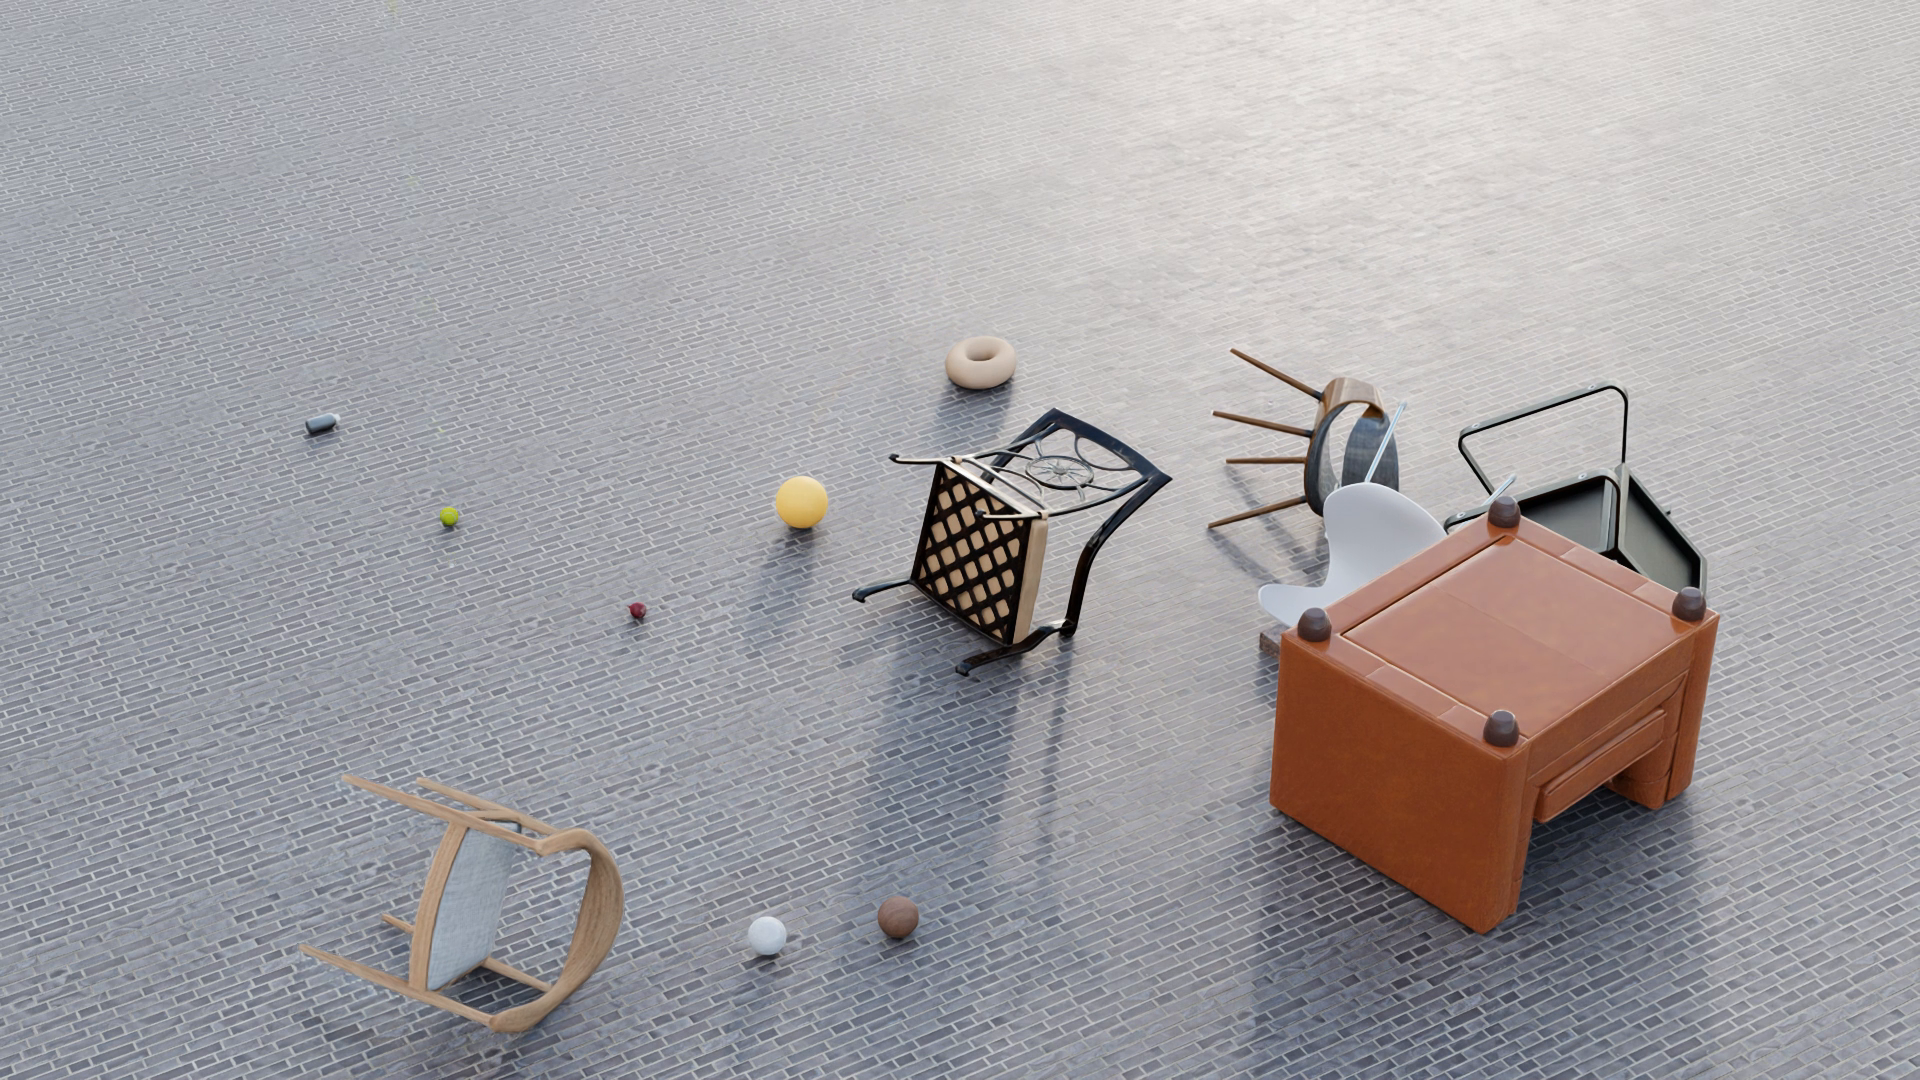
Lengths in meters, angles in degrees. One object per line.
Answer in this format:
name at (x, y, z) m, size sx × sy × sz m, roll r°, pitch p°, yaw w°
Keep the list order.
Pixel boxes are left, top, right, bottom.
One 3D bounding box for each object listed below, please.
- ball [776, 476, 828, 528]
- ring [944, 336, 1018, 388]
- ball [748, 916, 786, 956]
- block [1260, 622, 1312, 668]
ball at (-0.592, -0.141, 10.980) m, size 0.197 × 0.197 × 0.197 m, roll 0°, pitch 33°, yaw 0°
ring at (0.086, -0.723, 11.939) m, size 0.288 × 0.114 × 0.333 m, roll 13°, pitch 34°, yaw 21°
ball at (-0.592, 1.214, 8.993) m, size 0.119 × 0.119 × 0.119 m, roll 0°, pitch 33°, yaw 0°
block at (1.146, 0.370, 10.320) m, size 0.109 × 0.069 × 0.154 m, roll -20°, pitch 38°, yaw -28°
